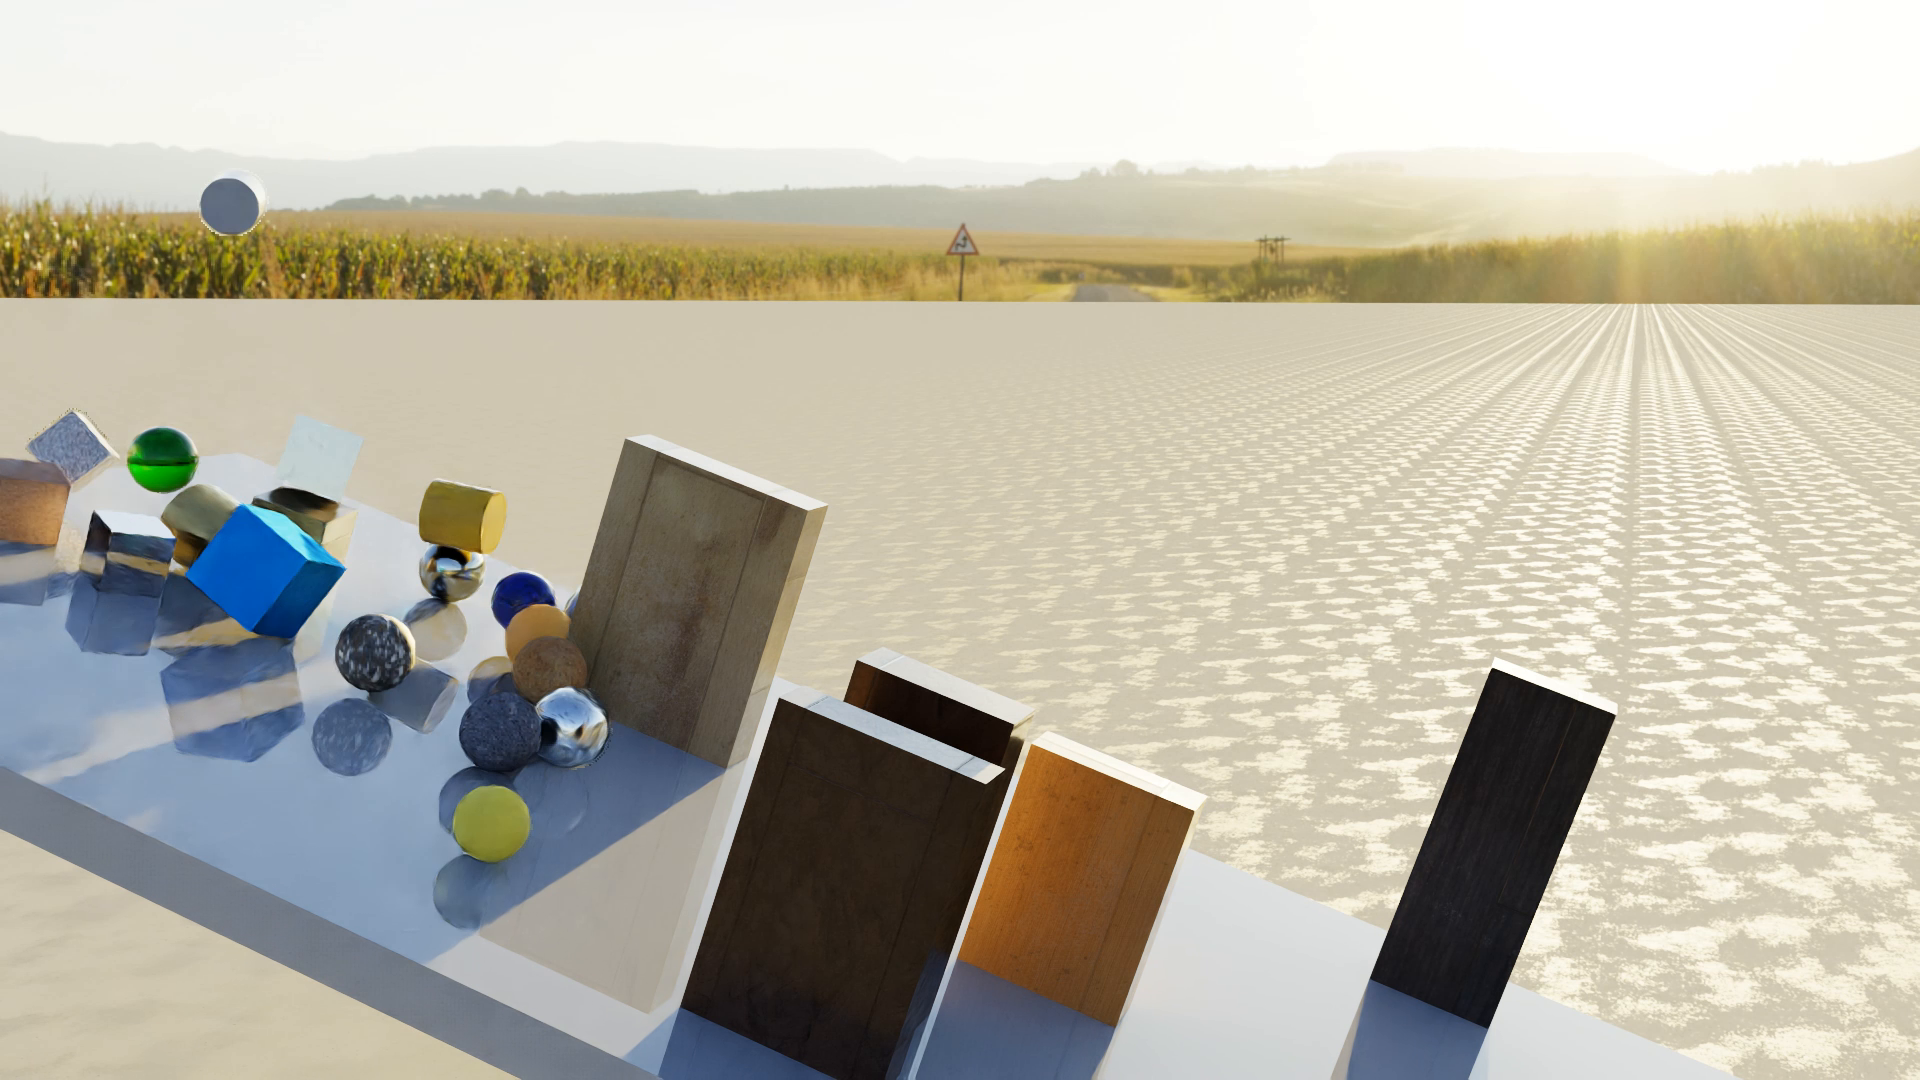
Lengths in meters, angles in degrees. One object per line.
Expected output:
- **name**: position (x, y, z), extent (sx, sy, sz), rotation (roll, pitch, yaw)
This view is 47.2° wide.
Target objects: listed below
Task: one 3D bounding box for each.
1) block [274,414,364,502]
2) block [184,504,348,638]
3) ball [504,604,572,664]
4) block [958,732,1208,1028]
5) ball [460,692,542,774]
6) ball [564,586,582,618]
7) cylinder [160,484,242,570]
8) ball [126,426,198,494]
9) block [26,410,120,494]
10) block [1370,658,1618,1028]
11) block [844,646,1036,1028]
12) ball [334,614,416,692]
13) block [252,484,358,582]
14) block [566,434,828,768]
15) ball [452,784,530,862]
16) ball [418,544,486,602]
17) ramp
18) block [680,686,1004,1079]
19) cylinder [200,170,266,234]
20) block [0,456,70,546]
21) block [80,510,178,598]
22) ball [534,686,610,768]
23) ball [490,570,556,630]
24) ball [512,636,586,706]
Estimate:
- **block**: position (-1.405, -0.180, 4.820), extent (0.147, 0.147, 0.147), rotation (21, -5, -16)
- **block**: position (-1.379, 0.064, 4.377), extent (0.181, 0.181, 0.181), rotation (38, 0, 11)
- **ball**: position (-0.896, 0.215, 4.708), extent (0.155, 0.155, 0.155), rotation (0, 7, 0)
- **block**: position (0.218, 0.607, 3.953), extent (0.312, 0.428, 0.113), rotation (21, 12, 14)
- **ball**: position (-0.860, 0.361, 4.116), extent (0.151, 0.151, 0.151), rotation (0, 7, 0)
- **ball**: position (-0.781, 0.182, 4.864), extent (0.195, 0.195, 0.195), rotation (0, 7, 0)
- **cylinder**: position (-1.554, 0.000, 4.612), extent (0.178, 0.178, 0.178), rotation (29, 22, 30)
- **ball**: position (-1.747, -0.176, 4.821), extent (0.149, 0.149, 0.149), rotation (0, 7, 0)
- **block**: position (-1.916, -0.190, 4.757), extent (0.122, 0.122, 0.122), rotation (-40, 6, -10)
- **block**: position (1.092, 0.622, 4.516), extent (0.258, 0.707, 0.114), rotation (21, 12, 14)
- **block**: position (-0.108, 0.497, 3.630), extent (0.279, 0.565, 0.128), rotation (21, 12, 14)
- **ball**: position (-1.135, 0.219, 4.271), extent (0.153, 0.153, 0.153), rotation (0, 7, 0)
- **block**: position (-1.449, -0.001, 4.808), extent (0.171, 0.171, 0.171), rotation (19, 12, 4)
- **block**: position (-0.568, 0.125, 4.587), extent (0.424, 0.574, 0.118), rotation (21, 12, 14)
- **ball**: position (-0.794, 0.481, 3.729), extent (0.130, 0.130, 0.130), rotation (0, 7, 0)
- **ball**: position (-1.155, 0.067, 4.998), extent (0.148, 0.148, 0.148), rotation (0, 7, 0)
- **ramp**: position (-0.346, 0.644, 4.219), extent (4.000, 0.100, 2.000), rotation (21, 12, 14)
- **block**: position (-0.185, 0.541, 3.400), extent (0.347, 0.531, 0.104), rotation (21, 12, 14)
- **cylinder**: position (-1.527, -0.710, 4.623), extent (0.118, 0.118, 0.118), rotation (-1, 17, -10)
- **block**: position (-1.932, -0.081, 4.533), extent (0.134, 0.134, 0.134), rotation (9, 15, -38)
- **block**: position (-1.679, 0.028, 4.437), extent (0.129, 0.129, 0.129), rotation (8, 16, -40)
- **ball**: position (-0.755, 0.362, 4.254), extent (0.156, 0.156, 0.156), rotation (0, 7, 0)
- **ball**: position (-0.959, 0.138, 4.835), extent (0.142, 0.142, 0.142), rotation (0, 7, 0)
- **ball**: position (-0.838, 0.270, 4.492), extent (0.149, 0.149, 0.149), rotation (0, 7, 0)
